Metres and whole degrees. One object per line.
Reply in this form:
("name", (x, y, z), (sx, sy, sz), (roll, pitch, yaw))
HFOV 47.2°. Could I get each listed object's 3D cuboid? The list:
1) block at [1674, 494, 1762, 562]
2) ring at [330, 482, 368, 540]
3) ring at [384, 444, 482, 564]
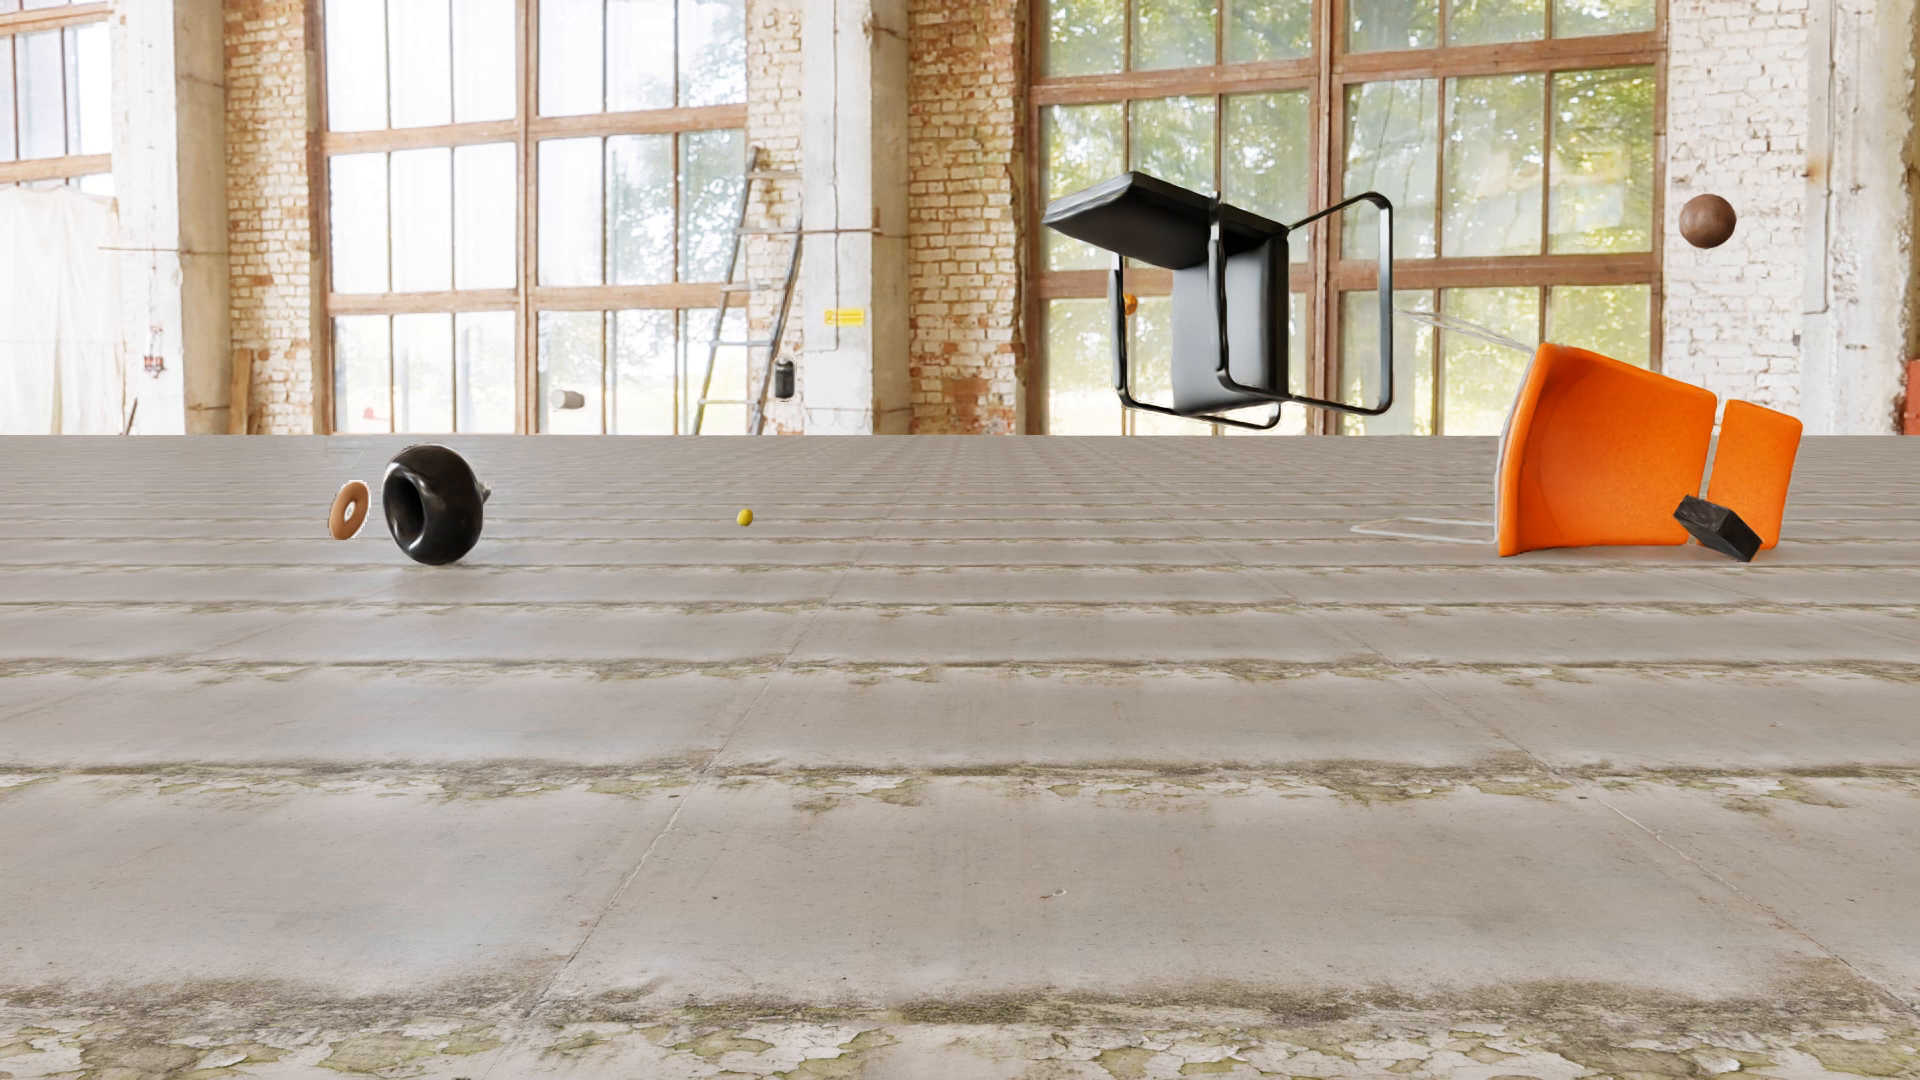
("block", (1.960, -0.030, 5.690), (0.169, 0.068, 0.150), (35, -3, -34))
("ring", (-1.814, -0.086, 6.530), (0.038, 0.185, 0.115), (22, 2, 35))
("ring", (-1.347, -0.090, 5.620), (0.265, 0.311, 0.169), (-12, 1, 43))
